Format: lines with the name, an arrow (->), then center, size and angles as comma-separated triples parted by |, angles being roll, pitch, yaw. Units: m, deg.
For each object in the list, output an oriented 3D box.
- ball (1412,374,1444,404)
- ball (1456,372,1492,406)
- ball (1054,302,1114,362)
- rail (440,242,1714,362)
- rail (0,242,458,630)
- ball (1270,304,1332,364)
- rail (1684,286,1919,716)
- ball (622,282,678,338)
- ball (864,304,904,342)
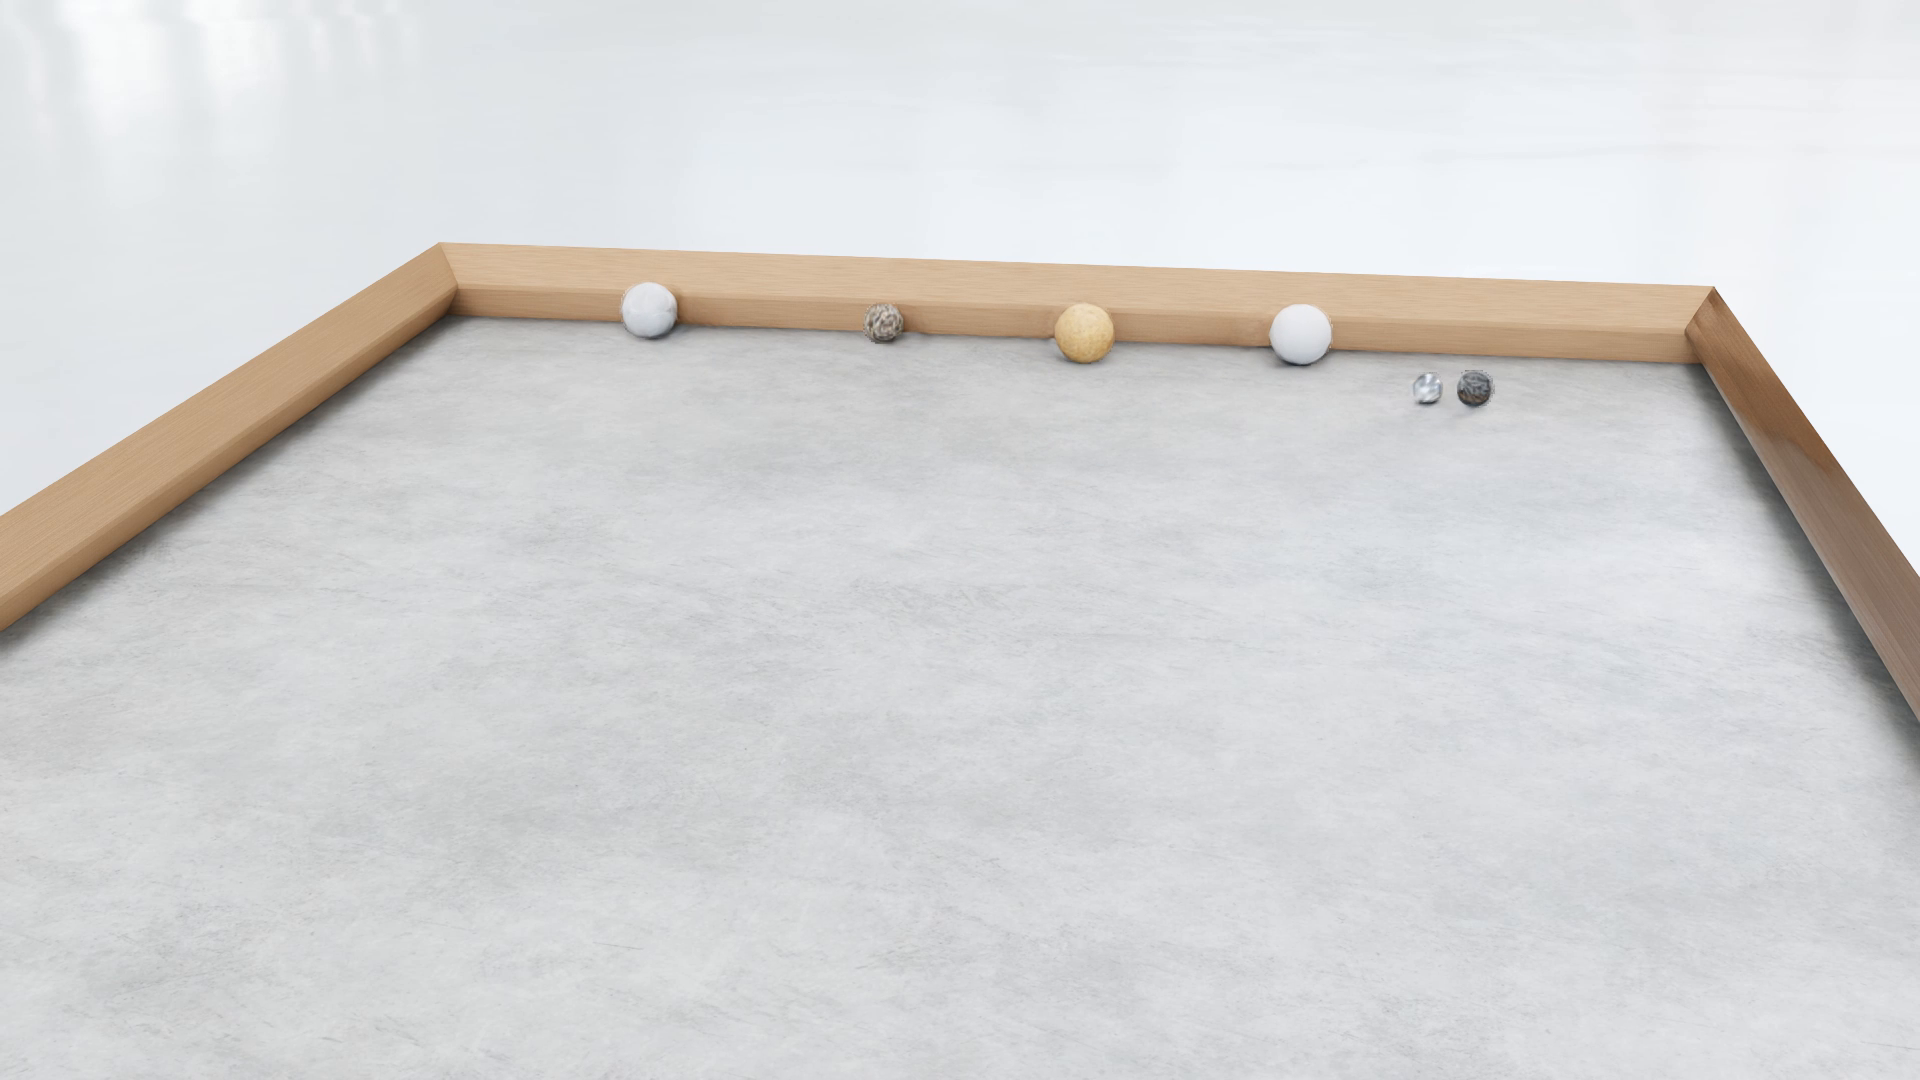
ball -> 0.680, -0.220, 3.199 | 0.045, 0.045, 0.045 | 0, 21, 0
ball -> 0.746, -0.219, 3.189 | 0.050, 0.050, 0.050 | 0, 21, 0
ball -> 0.192, -0.321, 3.399 | 0.091, 0.091, 0.091 | 0, 21, 0
rail -> 0.143, -0.375, 3.497 | 2.037, 0.122, 0.045 | 3, 21, 8
rail -> -1.131, 0.280, 1.774 | 0.045, 0.122, 4.060 | 3, 21, 8
ball -> 0.524, -0.317, 3.386 | 0.094, 0.094, 0.094 | 0, 21, 0
rail -> 0.839, 0.382, 1.507 | 0.045, 0.122, 4.060 | 3, 21, 8
ball -> -0.497, -0.369, 3.528 | 0.089, 0.089, 0.089 | 0, 21, 0
ball -> -0.121, -0.345, 3.505 | 0.062, 0.062, 0.062 | 0, 21, 0
